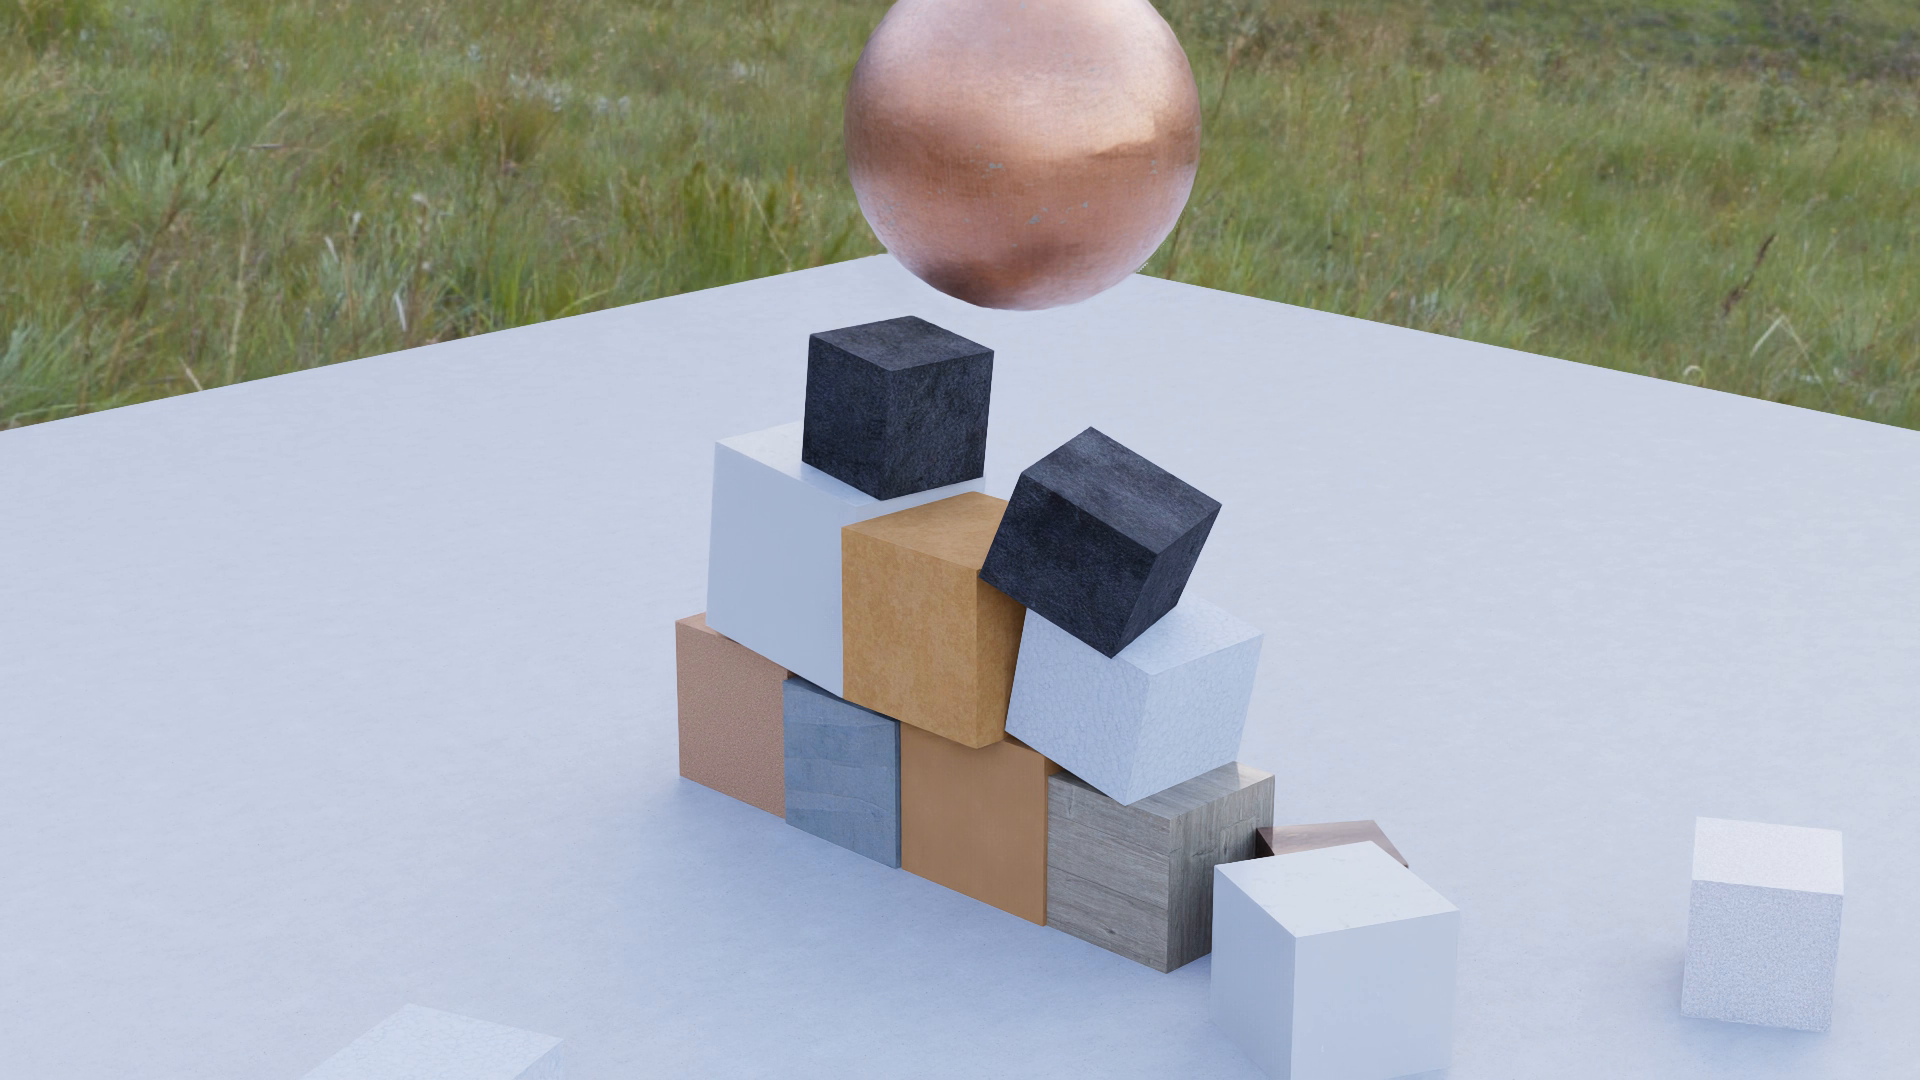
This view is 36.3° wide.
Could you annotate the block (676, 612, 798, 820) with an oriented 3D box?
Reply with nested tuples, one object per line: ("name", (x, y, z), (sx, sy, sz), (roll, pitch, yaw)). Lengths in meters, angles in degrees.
("block", (-0.841, 0.794, 14.460), (0.747, 0.815, 0.824), (-17, 24, -42))

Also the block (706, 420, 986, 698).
("block", (-0.551, 0.046, 13.896), (0.820, 0.947, 0.990), (-16, 30, -42))

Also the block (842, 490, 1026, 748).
("block", (0.066, 0.340, 13.199), (0.823, 0.818, 0.867), (-16, 24, -42))

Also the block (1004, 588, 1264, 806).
("block", (0.754, 0.617, 12.726), (0.742, 0.636, 0.719), (-17, 36, -43))

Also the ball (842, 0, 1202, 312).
("ball", (0.276, -1.820, 13.060), (1.600, 1.600, 1.600), (0, 17, 0))

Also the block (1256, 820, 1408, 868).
("block", (1.588, 1.544, 12.606), (0.527, 0.496, 0.491), (-3, 18, -9))

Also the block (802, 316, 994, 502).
("block", (-0.290, -0.616, 13.494), (0.617, 0.619, 0.580), (-14, 29, -39))

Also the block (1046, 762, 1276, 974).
("block", (0.876, 1.360, 12.835), (0.694, 0.709, 0.702), (16, 24, 42))

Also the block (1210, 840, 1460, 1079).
("block", (1.493, 1.708, 11.773), (0.716, 0.682, 0.728), (-6, 19, -20))

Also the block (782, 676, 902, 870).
("block", (-0.274, 1.004, 13.939), (0.822, 0.726, 0.764), (-17, 24, -42))

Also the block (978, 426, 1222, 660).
("block", (0.597, 0.002, 12.425), (0.674, 0.544, 0.658), (32, 31, 16))

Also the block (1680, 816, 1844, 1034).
("block", (3.348, 1.596, 12.241), (0.594, 0.614, 0.675), (5, 18, 15))

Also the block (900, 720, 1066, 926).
("block", (0.315, 1.143, 13.357), (0.891, 0.809, 0.762), (17, 24, 42))

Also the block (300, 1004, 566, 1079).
("block", (-1.839, 2.161, 10.227), (0.658, 0.745, 0.711), (8, 19, 24))
